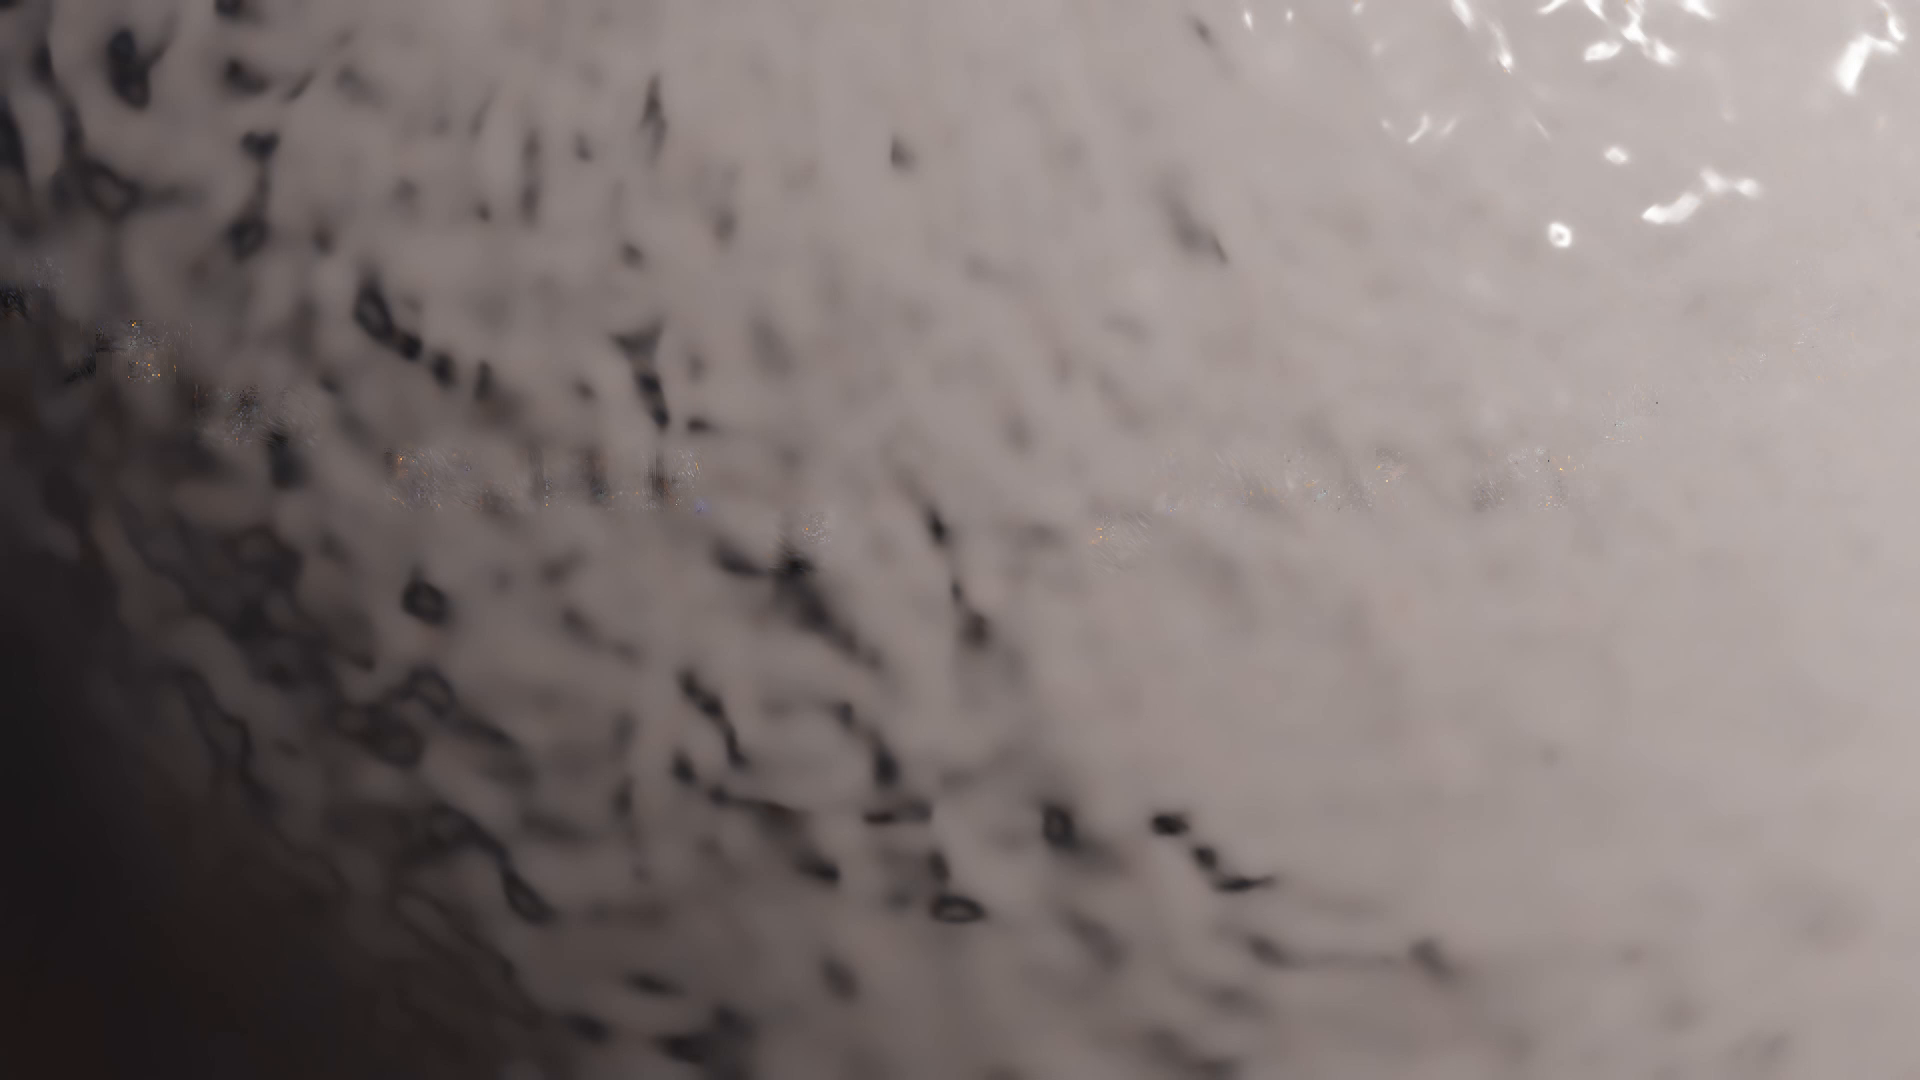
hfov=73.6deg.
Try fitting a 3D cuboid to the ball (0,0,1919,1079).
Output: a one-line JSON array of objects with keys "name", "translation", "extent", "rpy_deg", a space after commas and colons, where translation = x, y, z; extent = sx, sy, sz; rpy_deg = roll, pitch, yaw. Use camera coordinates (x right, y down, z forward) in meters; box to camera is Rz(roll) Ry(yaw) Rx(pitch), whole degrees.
[{"name": "ball", "translation": [0.000, -0.002, 0.056], "extent": [0.080, 0.080, 0.080], "rpy_deg": [0, 4, 0]}]
